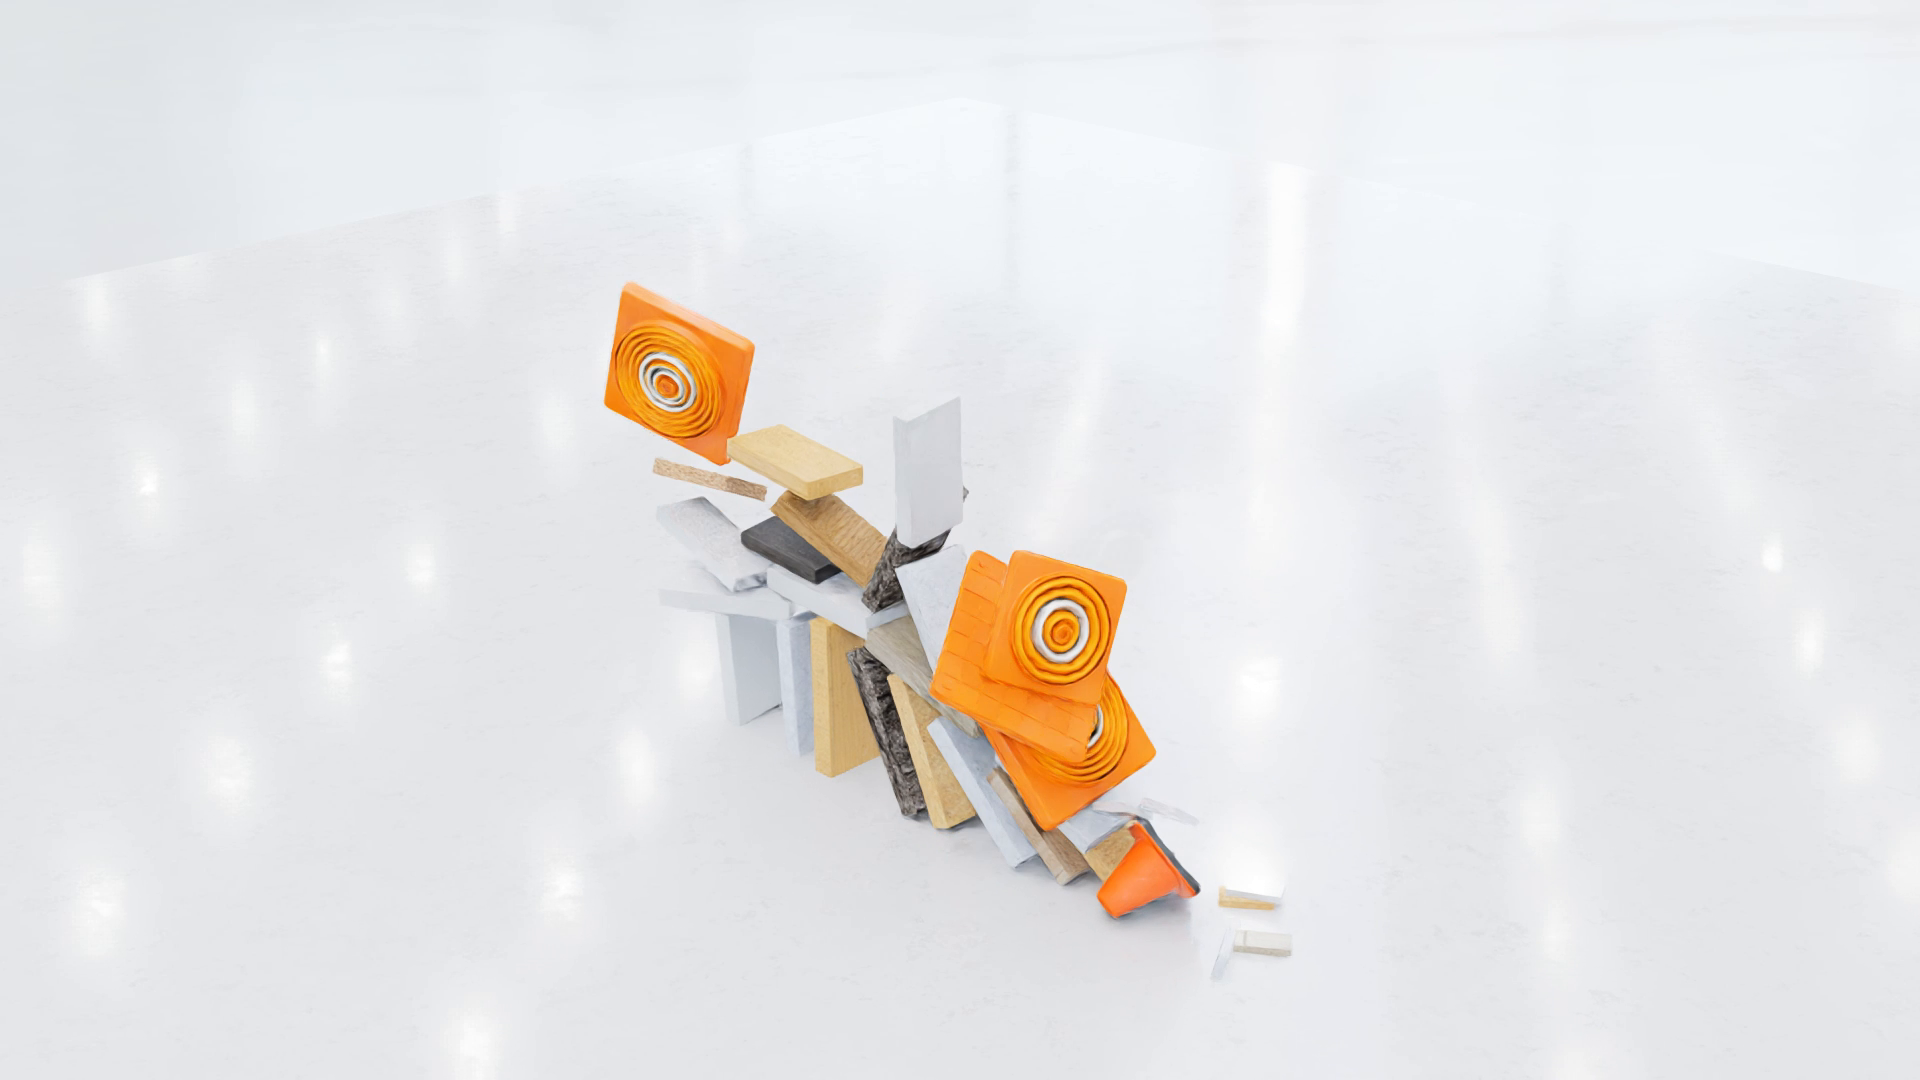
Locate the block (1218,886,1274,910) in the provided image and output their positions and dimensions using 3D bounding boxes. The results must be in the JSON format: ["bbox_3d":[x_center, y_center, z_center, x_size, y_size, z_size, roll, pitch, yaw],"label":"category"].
[{"bbox_3d":[0.540,0.676,4.149,0.104,0.015,0.052,3,23,7],"label":"block"}]

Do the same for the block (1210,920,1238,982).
[{"bbox_3d":[0.475,0.737,3.946,0.016,0.058,0.116,20,27,9],"label":"block"}]

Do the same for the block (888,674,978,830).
[{"bbox_3d":[-0.027,0.399,4.419,0.162,0.323,0.046,-21,6,-40],"label":"block"}]

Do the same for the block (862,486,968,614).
[{"bbox_3d":[-0.090,0.013,4.321,0.040,0.283,0.141,44,43,20],"label":"block"}]

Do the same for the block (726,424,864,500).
[{"bbox_3d":[-0.340,-0.162,4.521,0.141,0.040,0.283,-18,32,-37],"label":"block"}]

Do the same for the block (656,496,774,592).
[{"bbox_3d":[-0.519,0.006,4.711,0.120,0.034,0.299,-15,41,-38],"label":"block"}]

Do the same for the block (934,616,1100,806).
[{"bbox_3d":[0.109,0.324,4.176,0.136,0.351,0.039,-41,4,-39],"label":"block"}]

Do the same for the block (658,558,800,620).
[{"bbox_3d":[-0.478,0.105,4.698,0.295,0.042,0.148,6,26,15],"label":"block"}]

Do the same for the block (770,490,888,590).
[{"bbox_3d":[-0.243,-0.012,4.490,0.283,0.040,0.141,40,31,-2],"label":"block"}]

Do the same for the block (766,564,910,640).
[{"bbox_3d":[-0.229,0.106,4.557,0.174,0.049,0.347,-18,28,-35],"label":"block"}]

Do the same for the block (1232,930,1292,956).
[{"bbox_3d":[0.552,0.735,4.010,0.104,0.015,0.052,4,23,9],"label":"block"}]

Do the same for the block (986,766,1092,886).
[{"bbox_3d":[0.175,0.535,4.267,0.127,0.036,0.255,-21,68,-40],"label":"block"}]

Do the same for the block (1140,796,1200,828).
[{"bbox_3d":[0.382,0.497,4.015,0.058,0.016,0.116,29,-10,-25],"label":"block"}]

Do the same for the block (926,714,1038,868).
[{"bbox_3d":[0.085,0.469,4.325,0.162,0.046,0.323,-22,75,-41],"label":"block"}]

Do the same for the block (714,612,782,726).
[{"bbox_3d":[-0.457,0.241,4.804,0.042,0.295,0.148,16,31,37],"label":"block"}]

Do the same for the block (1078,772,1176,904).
[{"bbox_3d":[0.285,0.569,4.221,0.127,0.036,0.255,-19,58,-35],"label":"block"}]

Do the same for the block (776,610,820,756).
[{"bbox_3d":[-0.311,0.296,4.681,0.148,0.295,0.042,-22,28,-40],"label":"block"}]

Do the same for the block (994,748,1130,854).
[{"bbox_3d":[0.199,0.472,4.219,0.127,0.036,0.255,-30,65,-36],"label":"block"}]

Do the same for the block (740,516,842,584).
[{"bbox_3d":[-0.338,0.015,4.629,0.120,0.034,0.239,-28,39,-36],"label":"block"}]

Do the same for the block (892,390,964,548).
[{"bbox_3d":[-0.058,-0.132,4.114,0.039,0.273,0.136,27,41,38],"label":"block"}]

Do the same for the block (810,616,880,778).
[{"bbox_3d":[-0.226,0.306,4.594,0.049,0.347,0.174,20,30,41],"label":"block"}]

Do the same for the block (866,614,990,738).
[{"bbox_3d":[-0.020,0.258,4.333,0.162,0.046,0.323,-20,45,-38],"label":"block"}]

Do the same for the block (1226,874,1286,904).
[{"bbox_3d":[0.558,0.659,4.150,0.104,0.015,0.052,7,24,16],"label":"block"}]

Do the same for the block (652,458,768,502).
[{"bbox_3d":[-0.544,-0.131,4.779,0.239,0.034,0.120,14,0,41],"label":"block"}]

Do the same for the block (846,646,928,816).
[{"bbox_3d":[-0.096,0.365,4.467,0.174,0.347,0.049,-21,3,-40],"label":"block"}]

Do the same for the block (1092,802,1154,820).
[{"bbox_3d":[0.302,0.505,4.089,0.058,0.016,0.116,23,-17,-27],"label":"block"}]

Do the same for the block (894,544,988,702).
[{"bbox_3d":[-0.014,0.158,4.222,0.136,0.273,0.039,-22,4,-30],"label":"block"}]
